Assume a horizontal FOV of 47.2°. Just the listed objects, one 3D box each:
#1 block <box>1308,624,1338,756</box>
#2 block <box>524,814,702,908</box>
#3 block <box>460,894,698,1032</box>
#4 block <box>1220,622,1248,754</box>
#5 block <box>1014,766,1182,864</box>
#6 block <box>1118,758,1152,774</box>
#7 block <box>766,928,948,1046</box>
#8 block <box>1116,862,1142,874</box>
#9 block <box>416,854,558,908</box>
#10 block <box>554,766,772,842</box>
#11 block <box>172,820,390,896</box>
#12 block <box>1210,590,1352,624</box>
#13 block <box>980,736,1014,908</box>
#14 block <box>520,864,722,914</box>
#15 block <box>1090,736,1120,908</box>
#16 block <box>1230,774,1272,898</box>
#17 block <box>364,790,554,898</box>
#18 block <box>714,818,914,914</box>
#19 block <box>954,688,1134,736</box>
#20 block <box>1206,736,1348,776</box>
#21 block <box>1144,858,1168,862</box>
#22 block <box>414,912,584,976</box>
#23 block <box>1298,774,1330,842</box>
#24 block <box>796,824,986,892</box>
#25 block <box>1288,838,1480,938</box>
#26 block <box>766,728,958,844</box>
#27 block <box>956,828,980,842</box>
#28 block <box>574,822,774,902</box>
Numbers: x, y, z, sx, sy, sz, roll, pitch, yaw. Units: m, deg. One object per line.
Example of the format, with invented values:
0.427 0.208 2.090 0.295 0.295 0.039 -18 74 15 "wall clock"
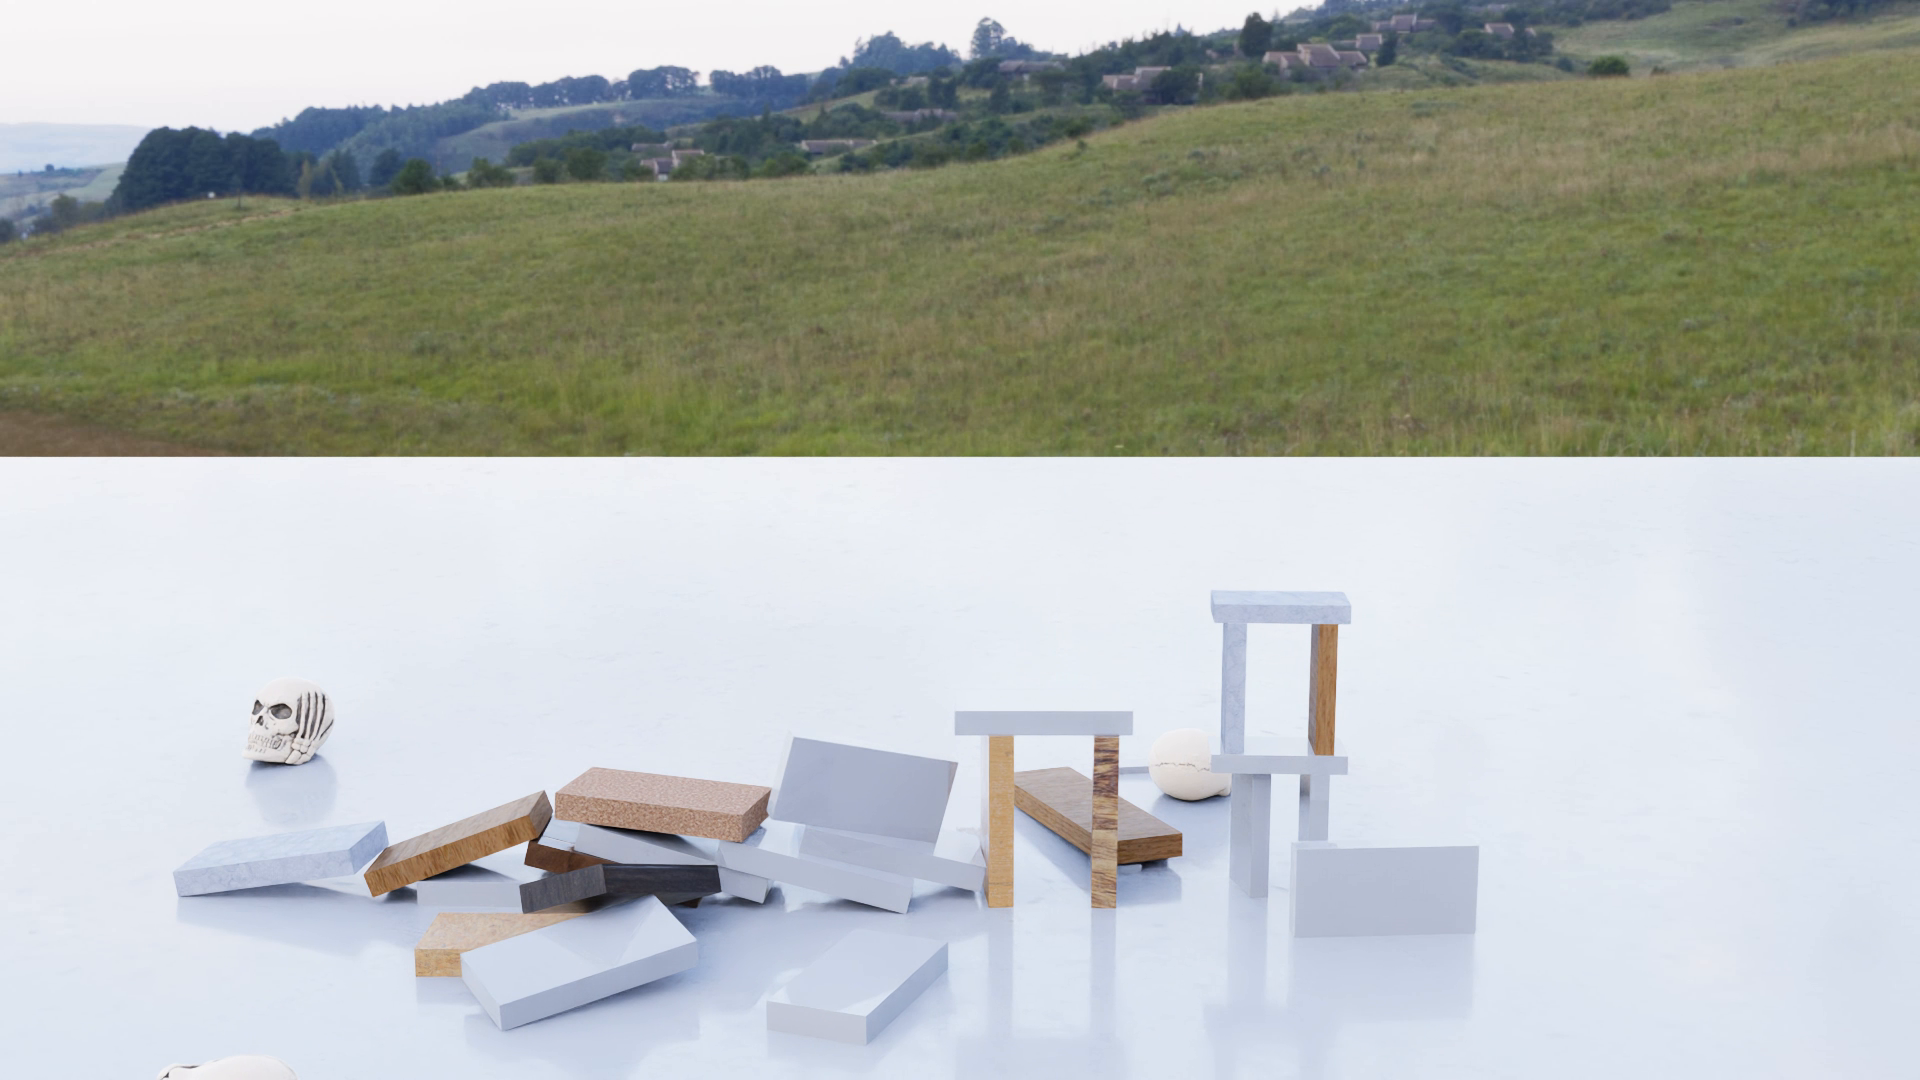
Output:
0.595 0.233 3.609 0.031 0.219 0.109 1 11 3 "block"
-0.564 0.534 3.666 0.292 0.041 0.146 14 11 0 "block"
-0.559 0.617 3.234 0.308 0.044 0.154 -14 26 -30 "block"
0.450 0.232 3.616 0.031 0.219 0.109 1 11 3 "block"
0.229 0.497 4.003 0.145 0.041 0.505 -4 9 -20 "block"
0.328 0.451 4.376 0.101 0.014 0.050 -1 11 -8 "block"
-0.146 0.651 3.222 0.154 0.044 0.308 4 11 21 "block"
0.277 0.555 3.816 0.050 0.014 0.101 -2 11 -11 "block"
-0.741 0.568 3.674 0.292 0.041 0.146 0 11 2 "block"
-0.489 0.437 3.647 0.322 0.046 0.161 5 11 12 "block"
-1.141 0.535 3.703 0.311 0.044 0.156 -8 9 8 "block"
0.522 0.109 3.589 0.219 0.031 0.109 1 11 3 "block"
0.061 0.447 3.647 0.041 0.289 0.144 -1 11 -5 "block"
-0.523 0.542 3.419 0.156 0.044 0.311 -17 -15 24 "block"
0.240 0.448 3.643 0.041 0.289 0.144 1 11 3 "block"
0.486 0.475 3.683 0.031 0.221 0.111 -2 11 -11 "block"
-0.834 0.505 3.670 0.293 0.041 0.146 -20 9 3 "block"
-0.236 0.530 3.642 0.322 0.046 0.161 15 10 -2 "block"
0.136 0.283 3.626 0.289 0.041 0.144 0 11 0 "block"
0.522 0.356 3.632 0.221 0.031 0.111 1 11 3 "block"
0.322 0.544 3.880 0.050 0.014 0.101 -4 11 -20 "block"
-0.663 0.621 3.379 0.311 0.044 0.156 0 11 0 "block"
0.586 0.481 3.651 0.031 0.221 0.111 0 11 0 "block"
-0.117 0.509 3.679 0.308 0.044 0.154 14 10 -8 "block"
0.671 0.550 3.484 0.291 0.145 0.041 -1 11 -4 "block"
-0.160 0.407 3.630 0.291 0.145 0.041 11 11 -21 "block"
0.013 0.529 3.887 0.047 0.013 0.095 1 11 6 "block"
-0.463 0.514 3.666 0.322 0.046 0.161 15 11 3 "block"
